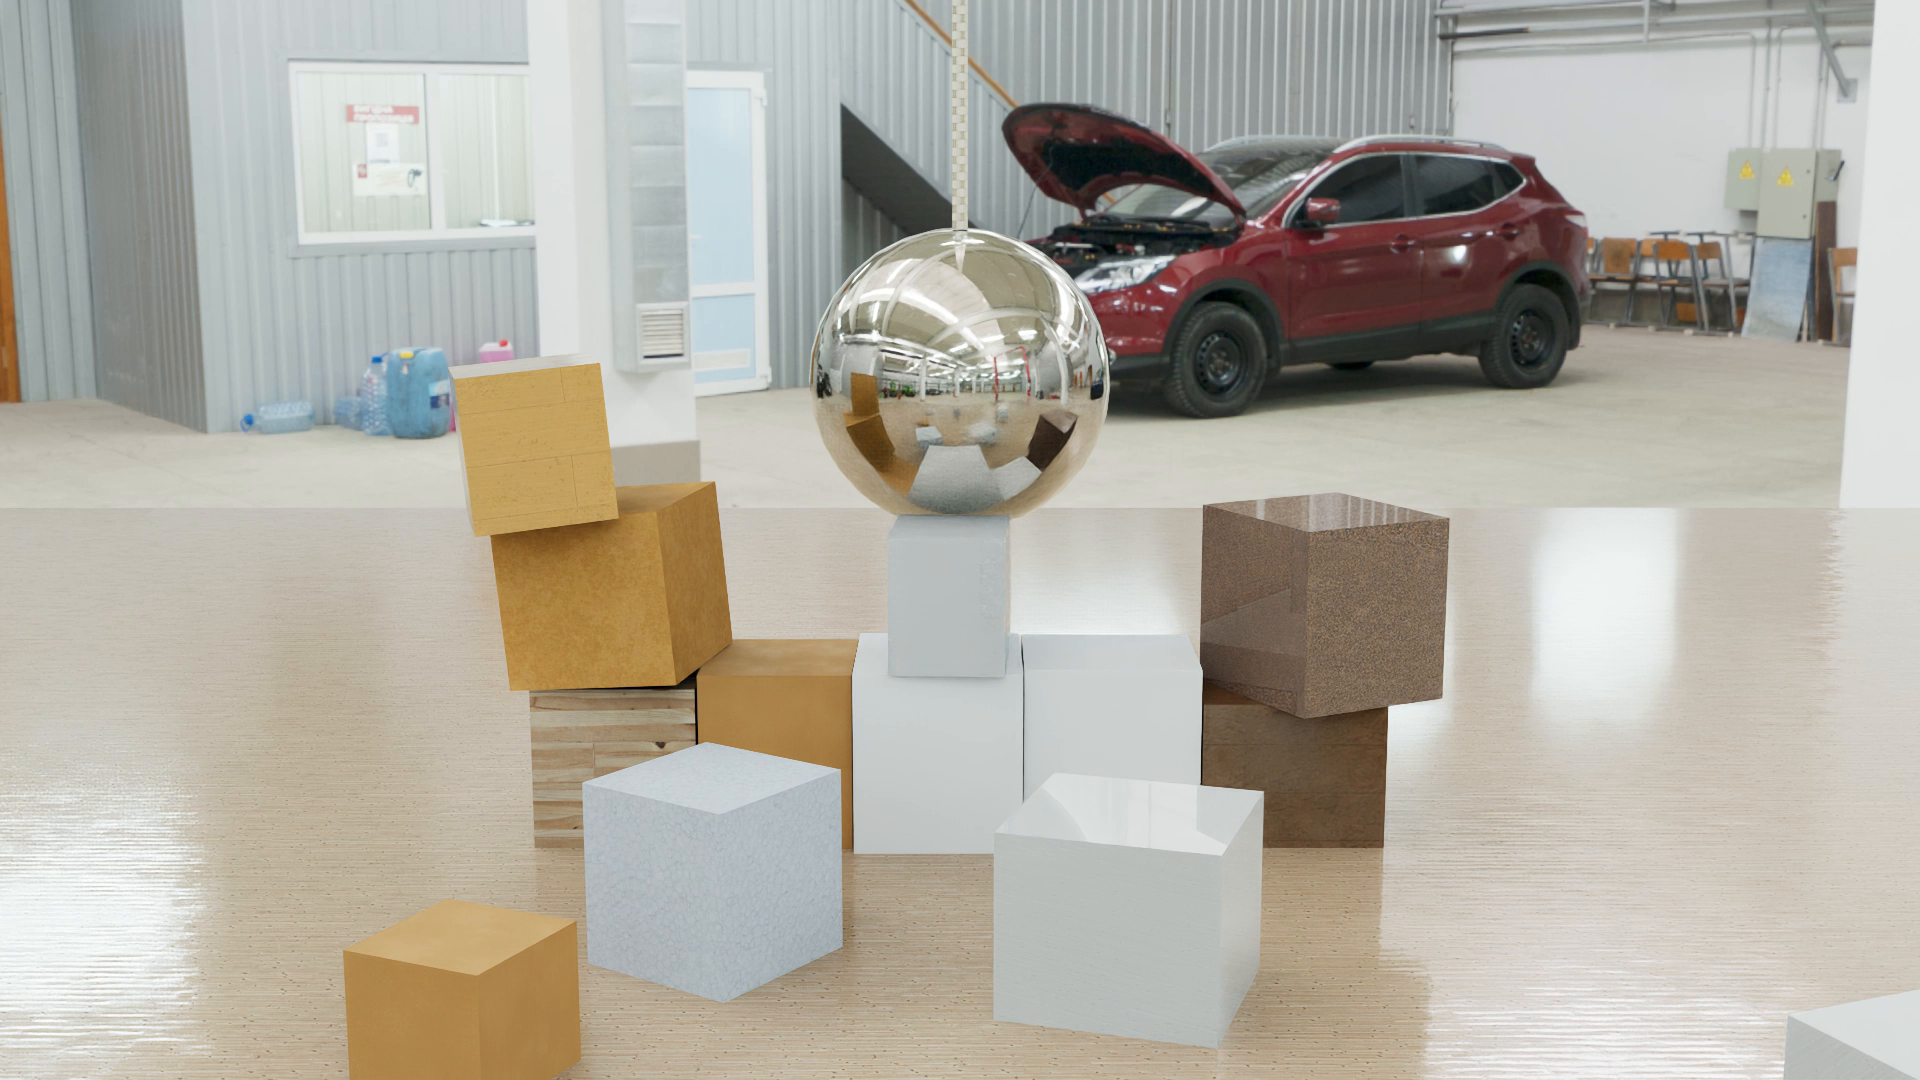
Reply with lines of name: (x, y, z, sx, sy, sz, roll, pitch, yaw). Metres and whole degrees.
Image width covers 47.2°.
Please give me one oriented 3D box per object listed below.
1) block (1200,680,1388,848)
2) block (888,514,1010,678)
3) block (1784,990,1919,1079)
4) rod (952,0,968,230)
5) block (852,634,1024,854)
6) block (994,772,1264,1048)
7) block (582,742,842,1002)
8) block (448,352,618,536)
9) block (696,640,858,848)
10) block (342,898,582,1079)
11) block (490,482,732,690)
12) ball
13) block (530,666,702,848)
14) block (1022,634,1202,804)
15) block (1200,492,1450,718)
block: (1.670, 1.108, 11.401, 0.918, 0.741, 0.844, 0, 10, 0)
block: (-0.046, 0.269, 11.023, 0.573, 0.688, 0.677, 1, 10, 3)
block: (3.078, 1.918, 6.817, 0.719, 0.787, 0.712, -4, 11, -22)
rod: (0.000, -4.114, 10.701, 0.080, 5.200, 0.080, 0, 16, 0)
block: (-0.109, 1.030, 11.331, 0.841, 0.920, 0.915, 0, 10, 0)
block: (0.711, 1.502, 9.098, 0.919, 0.789, 0.893, 3, 11, 18)
block: (-1.063, 1.413, 9.531, 0.777, 0.809, 0.791, 7, 13, 35)
block: (-2.082, -0.479, 10.686, 0.675, 0.747, 0.745, -8, 11, -14)
block: (-0.920, 1.039, 11.355, 0.764, 0.894, 0.809, 0, 10, 0)
block: (-1.871, 1.761, 8.309, 0.604, 0.563, 0.619, 5, 11, 24)
block: (-1.752, 0.222, 11.168, 0.872, 0.858, 0.894, -3, 11, 13)
ball: (0.000, -0.848, 11.647, 1.600, 1.600, 1.600, 0, 10, 0)
block: (-1.725, 1.074, 11.371, 0.821, 0.819, 0.793, 0, 10, 0)
block: (0.761, 1.027, 11.331, 0.879, 0.926, 0.797, 0, 10, 1)
block: (1.835, 0.307, 11.168, 0.853, 0.920, 0.911, -5, 12, -27)
